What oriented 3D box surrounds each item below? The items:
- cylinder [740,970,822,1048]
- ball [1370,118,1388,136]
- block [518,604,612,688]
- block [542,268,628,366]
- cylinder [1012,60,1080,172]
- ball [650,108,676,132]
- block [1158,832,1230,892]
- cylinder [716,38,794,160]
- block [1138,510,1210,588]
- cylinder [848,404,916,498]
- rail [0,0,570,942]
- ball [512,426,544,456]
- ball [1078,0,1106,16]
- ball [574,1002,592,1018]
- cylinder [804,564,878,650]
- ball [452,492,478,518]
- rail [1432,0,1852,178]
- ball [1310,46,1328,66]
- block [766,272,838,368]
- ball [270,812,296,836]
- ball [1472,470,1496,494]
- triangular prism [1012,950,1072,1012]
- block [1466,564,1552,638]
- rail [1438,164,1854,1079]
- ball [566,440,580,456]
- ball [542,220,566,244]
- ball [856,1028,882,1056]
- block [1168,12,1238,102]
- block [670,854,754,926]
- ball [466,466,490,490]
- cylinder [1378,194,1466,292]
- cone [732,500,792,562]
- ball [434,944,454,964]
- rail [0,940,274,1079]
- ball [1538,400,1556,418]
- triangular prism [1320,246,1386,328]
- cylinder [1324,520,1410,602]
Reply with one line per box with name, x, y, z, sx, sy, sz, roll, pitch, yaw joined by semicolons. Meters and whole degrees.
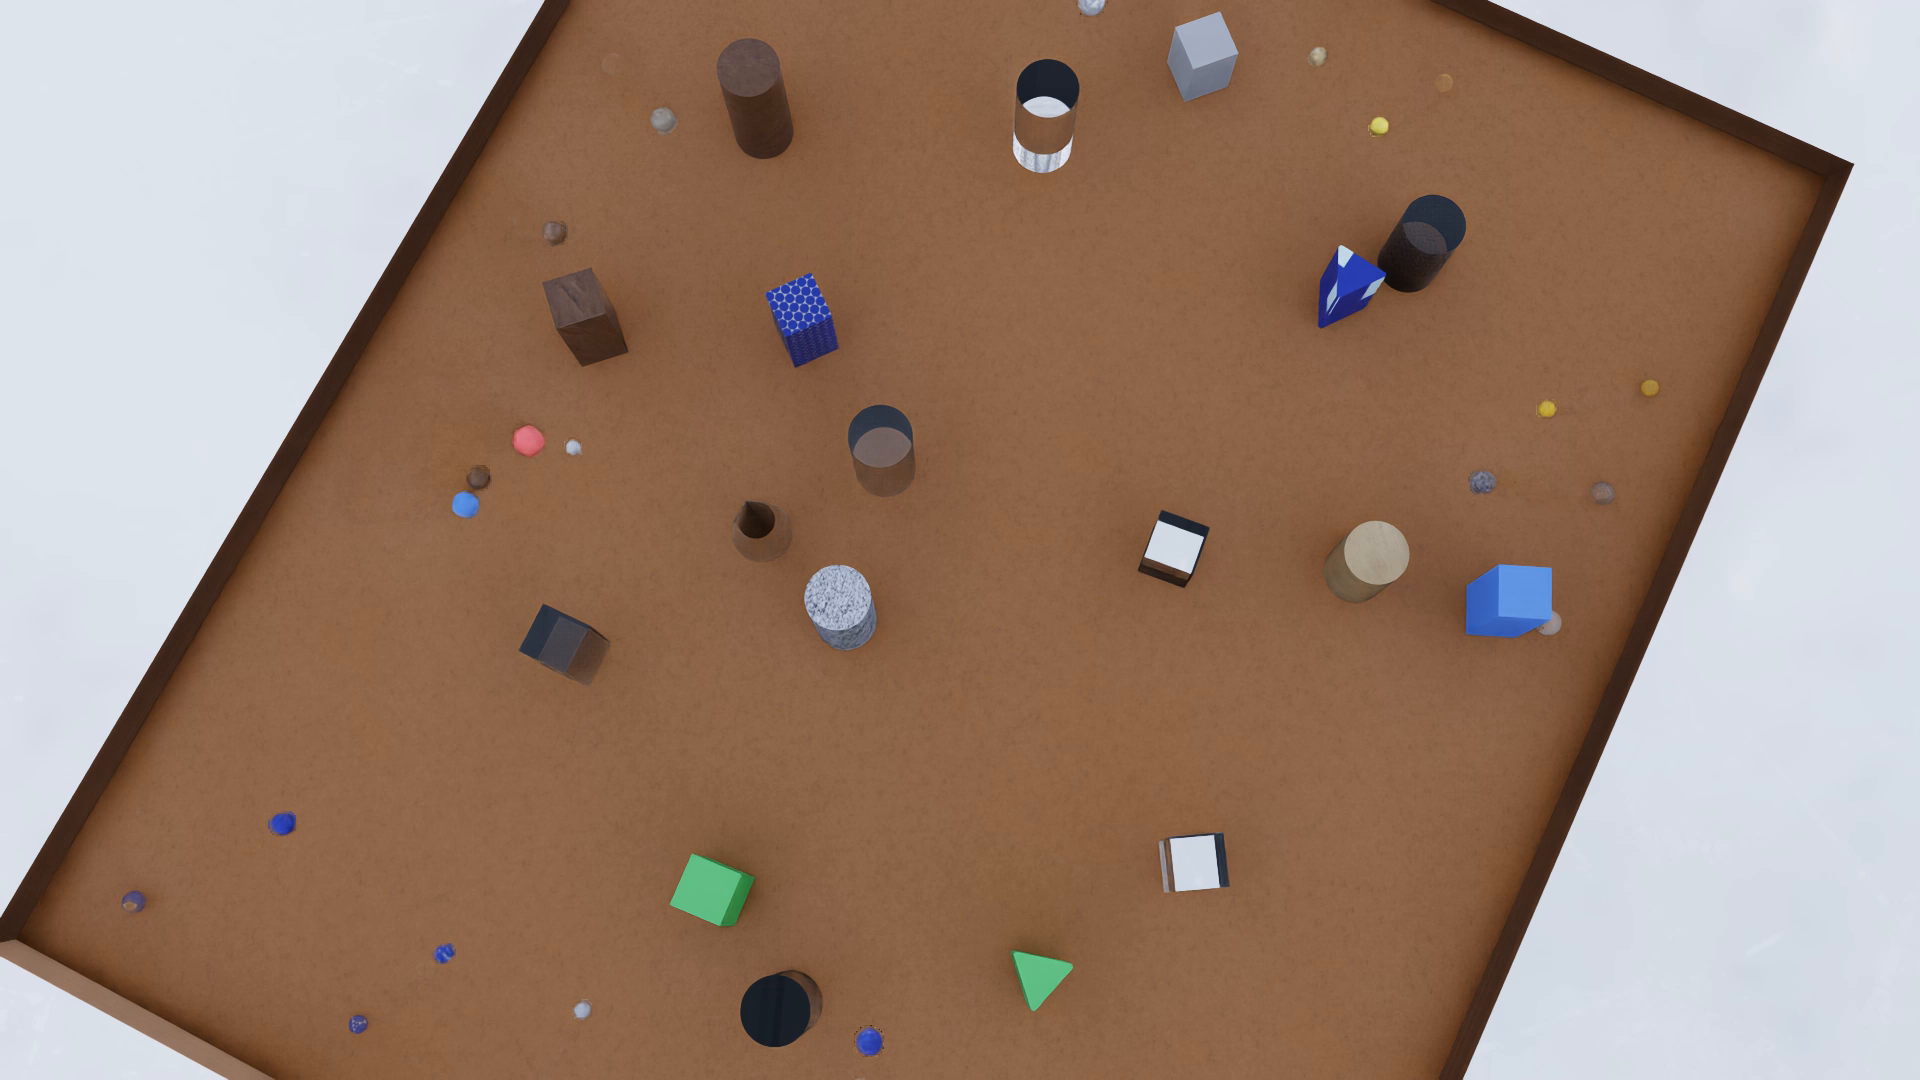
cylinder;-0.494;1.305;5.119;0.189;0.445;0.189;0;78;0
ball;1.342;-1.324;5.861;0.057;0.057;0.057;0;78;0
block;-1.155;0.313;5.380;0.151;0.336;0.151;25;79;5
block;-1.134;-0.672;5.564;0.151;0.376;0.151;-18;79;-4
cylinder;0.263;-1.308;5.676;0.189;0.413;0.189;0;78;0
ball;-0.948;-1.342;5.853;0.080;0.080;0.080;0;78;0
block;0.670;0.930;5.269;0.151;0.303;0.151;-5;78;-1
cylinder;-0.629;-1.358;5.666;0.189;0.453;0.189;0;78;0
block;0.639;0.029;5.495;0.151;0.227;0.151;20;79;4
cylinder;-0.230;-0.262;5.479;0.189;0.376;0.189;0;78;0
rail;-1.741;-0.846;5.728;0.045;0.122;4.645;26;80;5
ball;-1.327;-0.303;5.631;0.094;0.094;0.094;0;78;0
ball;0.426;-1.745;5.932;0.088;0.088;0.088;0;78;0
ball;-1.093;1.362;5.310;0.048;0.048;0.048;0;78;0
cylinder;-0.346;0.202;5.376;0.189;0.388;0.189;0;78;0
ball;-1.512;-0.108;5.598;0.079;0.079;0.079;0;78;0
rail;1.028;-2.007;5.968;3.940;0.122;0.045;26;80;5
ball;1.156;-1.561;5.910;0.058;0.058;0.058;0;78;0
block;-0.480;-0.667;5.595;0.151;0.313;0.151;-25;79;-5
ball;-1.998;0.838;5.409;0.067;0.067;0.067;0;78;0
ball;1.604;-0.177;5.615;0.074;0.074;0.074;0;78;0
triangular prism;0.202;1.214;5.187;0.141;0.350;0.163;42;81;8
block;1.615;0.183;5.404;0.151;0.342;0.151;4;78;1
rail;1.741;0.859;5.375;0.045;0.122;4.645;26;80;5
ball;-1.193;-0.284;5.651;0.047;0.047;0.047;0;78;0
ball;-1.280;-0.970;5.779;0.075;0.075;0.075;0;78;0
ball;-0.261;1.446;5.278;0.077;0.077;0.077;0;78;0
block;0.768;-1.531;5.814;0.151;0.234;0.151;-20;79;-4
block;-0.703;1.001;5.233;0.151;0.345;0.151;22;79;4
ball;-1.478;-0.190;5.621;0.069;0.069;0.069;0;78;0
cylinder;1.415;-0.906;5.630;0.189;0.341;0.189;0;78;0
cone;-0.606;-0.069;5.408;0.189;0.436;0.189;0;78;0
ball;-1.504;1.207;5.339;0.054;0.054;0.054;0;78;0
rail;-1.028;2.020;5.135;3.940;0.122;0.045;26;80;5
ball;1.817;-0.405;5.673;0.052;0.052;0.052;0;78;0
triangular prism;1.172;-0.792;5.632;0.163;0.291;0.141;-25;79;-5
cylinder;1.204;0.068;5.445;0.189;0.308;0.189;0;78;0
